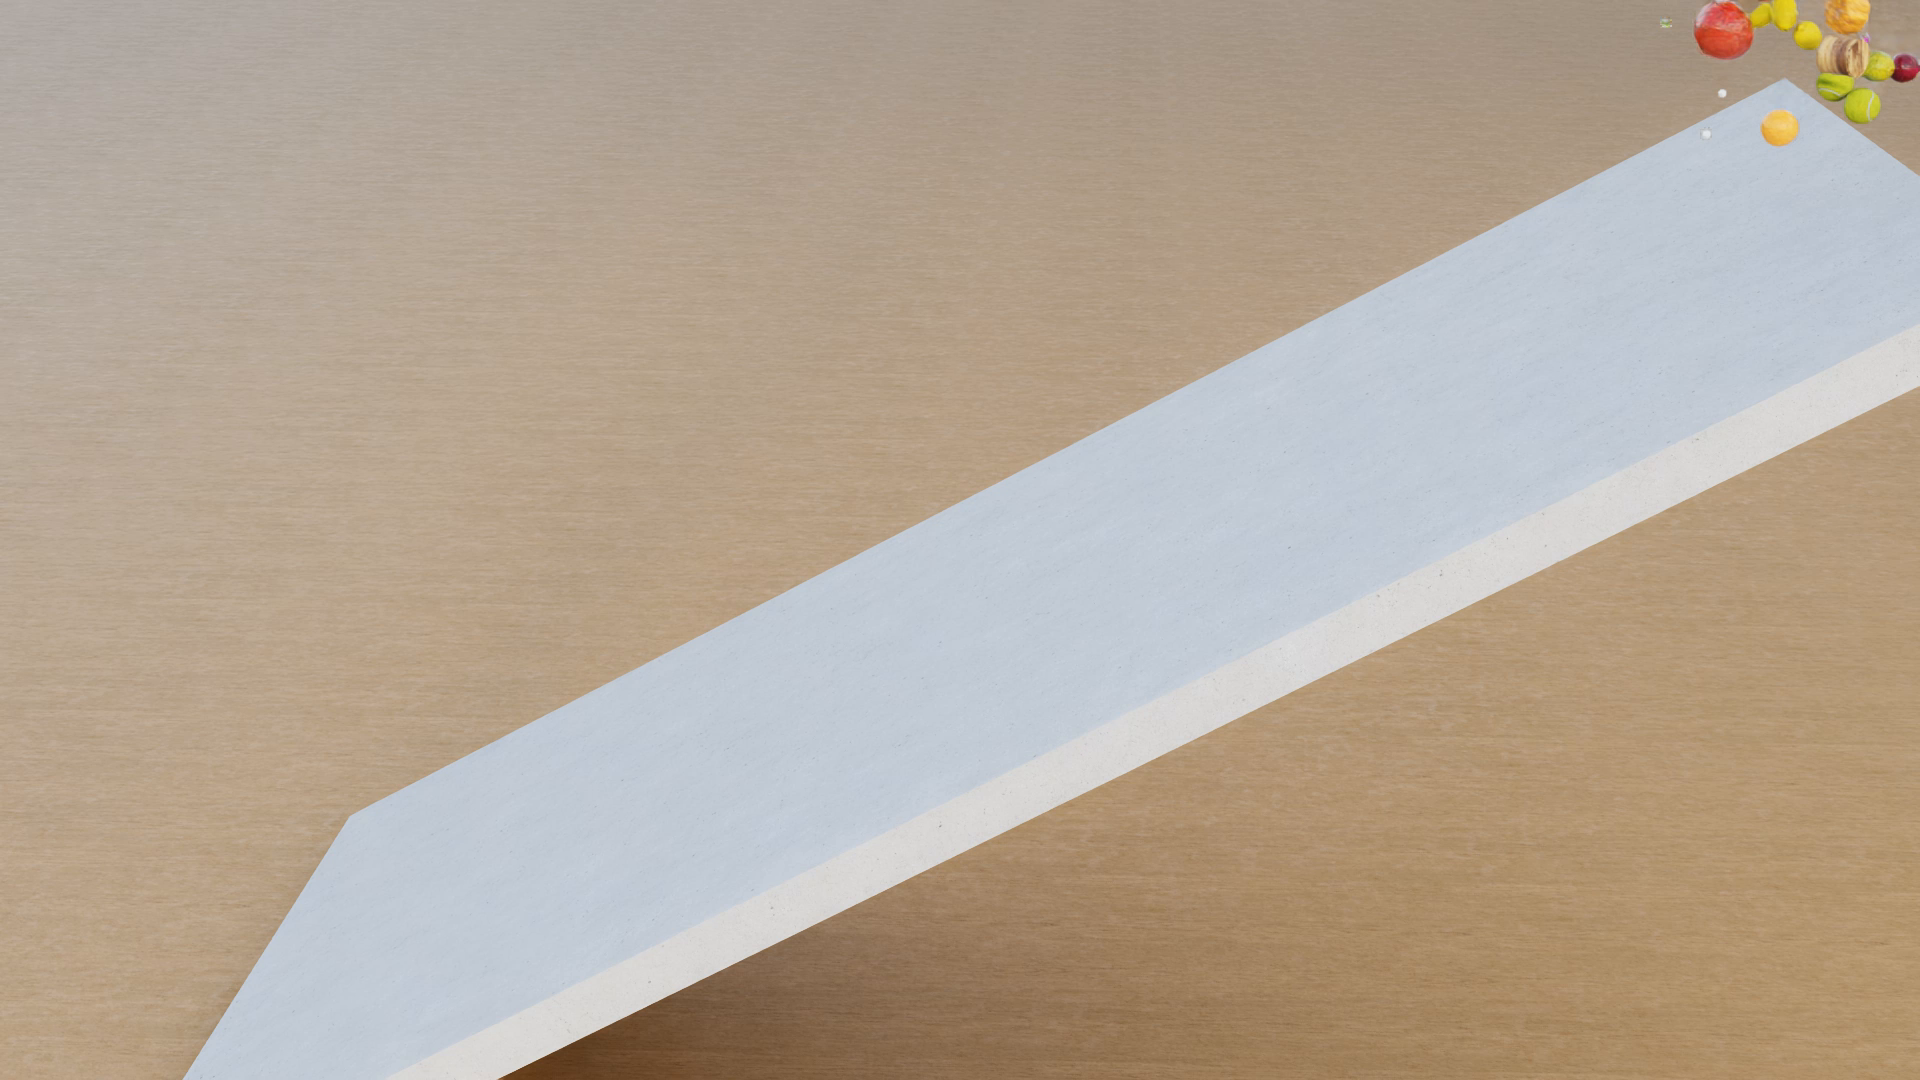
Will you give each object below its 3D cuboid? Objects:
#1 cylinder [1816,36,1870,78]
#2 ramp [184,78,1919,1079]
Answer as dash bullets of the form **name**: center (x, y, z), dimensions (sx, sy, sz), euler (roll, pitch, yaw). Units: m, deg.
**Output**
- **cylinder**: center (1.676, -0.918, 5.583), dimensions (0.070, 0.070, 0.070), euler (-15, 23, -39)
- **ramp**: center (0.141, 0.167, 6.282), dimensions (4.000, 0.100, 2.000), euler (-27, 14, 11)
